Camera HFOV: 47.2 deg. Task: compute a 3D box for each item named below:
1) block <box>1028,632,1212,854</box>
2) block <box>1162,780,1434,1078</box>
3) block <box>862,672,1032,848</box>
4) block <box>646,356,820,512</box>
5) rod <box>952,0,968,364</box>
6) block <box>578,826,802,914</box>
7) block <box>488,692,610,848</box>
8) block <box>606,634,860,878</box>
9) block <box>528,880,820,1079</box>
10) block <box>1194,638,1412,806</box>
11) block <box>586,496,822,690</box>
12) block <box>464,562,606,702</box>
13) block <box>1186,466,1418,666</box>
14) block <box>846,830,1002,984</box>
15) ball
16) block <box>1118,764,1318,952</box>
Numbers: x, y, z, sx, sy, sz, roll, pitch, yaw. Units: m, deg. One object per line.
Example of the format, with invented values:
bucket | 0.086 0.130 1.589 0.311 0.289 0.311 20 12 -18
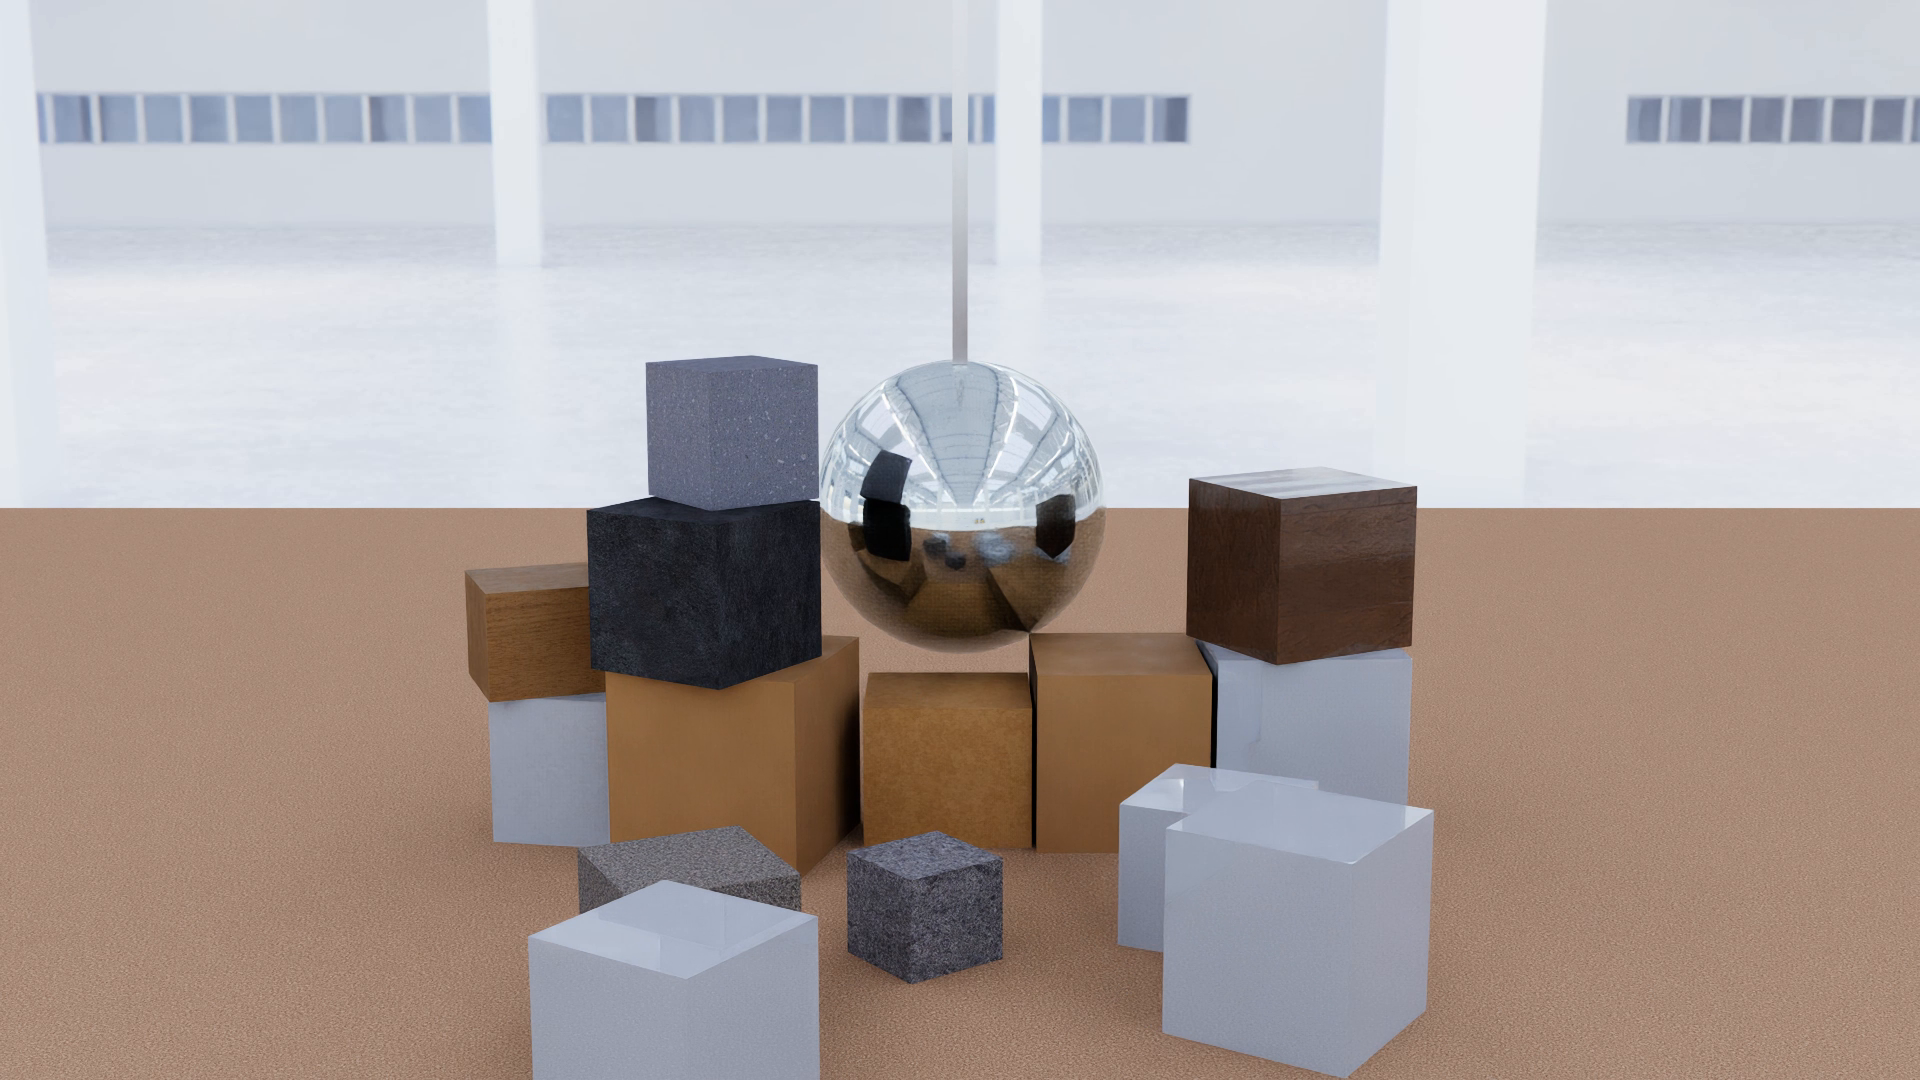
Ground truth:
block | 0.805 1.029 11.357 0.860 0.912 0.945 0 10 -1
block | 1.356 1.526 8.802 0.787 0.849 0.804 7 12 33
block | -0.062 1.125 11.369 0.842 0.719 0.763 0 10 0
block | -1.119 -0.539 10.809 0.617 0.659 0.599 -8 13 -37
rod | 0.000 -3.419 10.903 0.080 5.200 0.080 0 18 0
block | -1.085 1.611 8.801 0.693 0.682 0.694 -5 11 -26
block | -1.938 1.106 11.364 0.736 0.758 0.720 2 10 10
block | -1.114 1.049 11.034 0.961 0.989 1.005 3 11 15
block | -1.017 1.742 7.903 0.727 0.744 0.726 7 12 33
block | 1.739 0.992 11.369 0.960 0.981 0.913 0 10 -2
block | -1.232 0.216 10.678 0.785 0.776 0.812 6 12 32
block | -2.153 0.460 11.258 0.634 0.550 0.648 -4 11 -21
block | 1.728 0.110 11.180 0.852 0.821 0.765 -6 12 -29
block | -0.154 1.587 9.555 0.489 0.459 0.476 -8 13 -36
ball | 0.000 -0.182 11.941 1.600 1.600 1.600 0 10 0
block | 1.159 1.441 9.832 0.684 0.647 0.709 5 11 25
